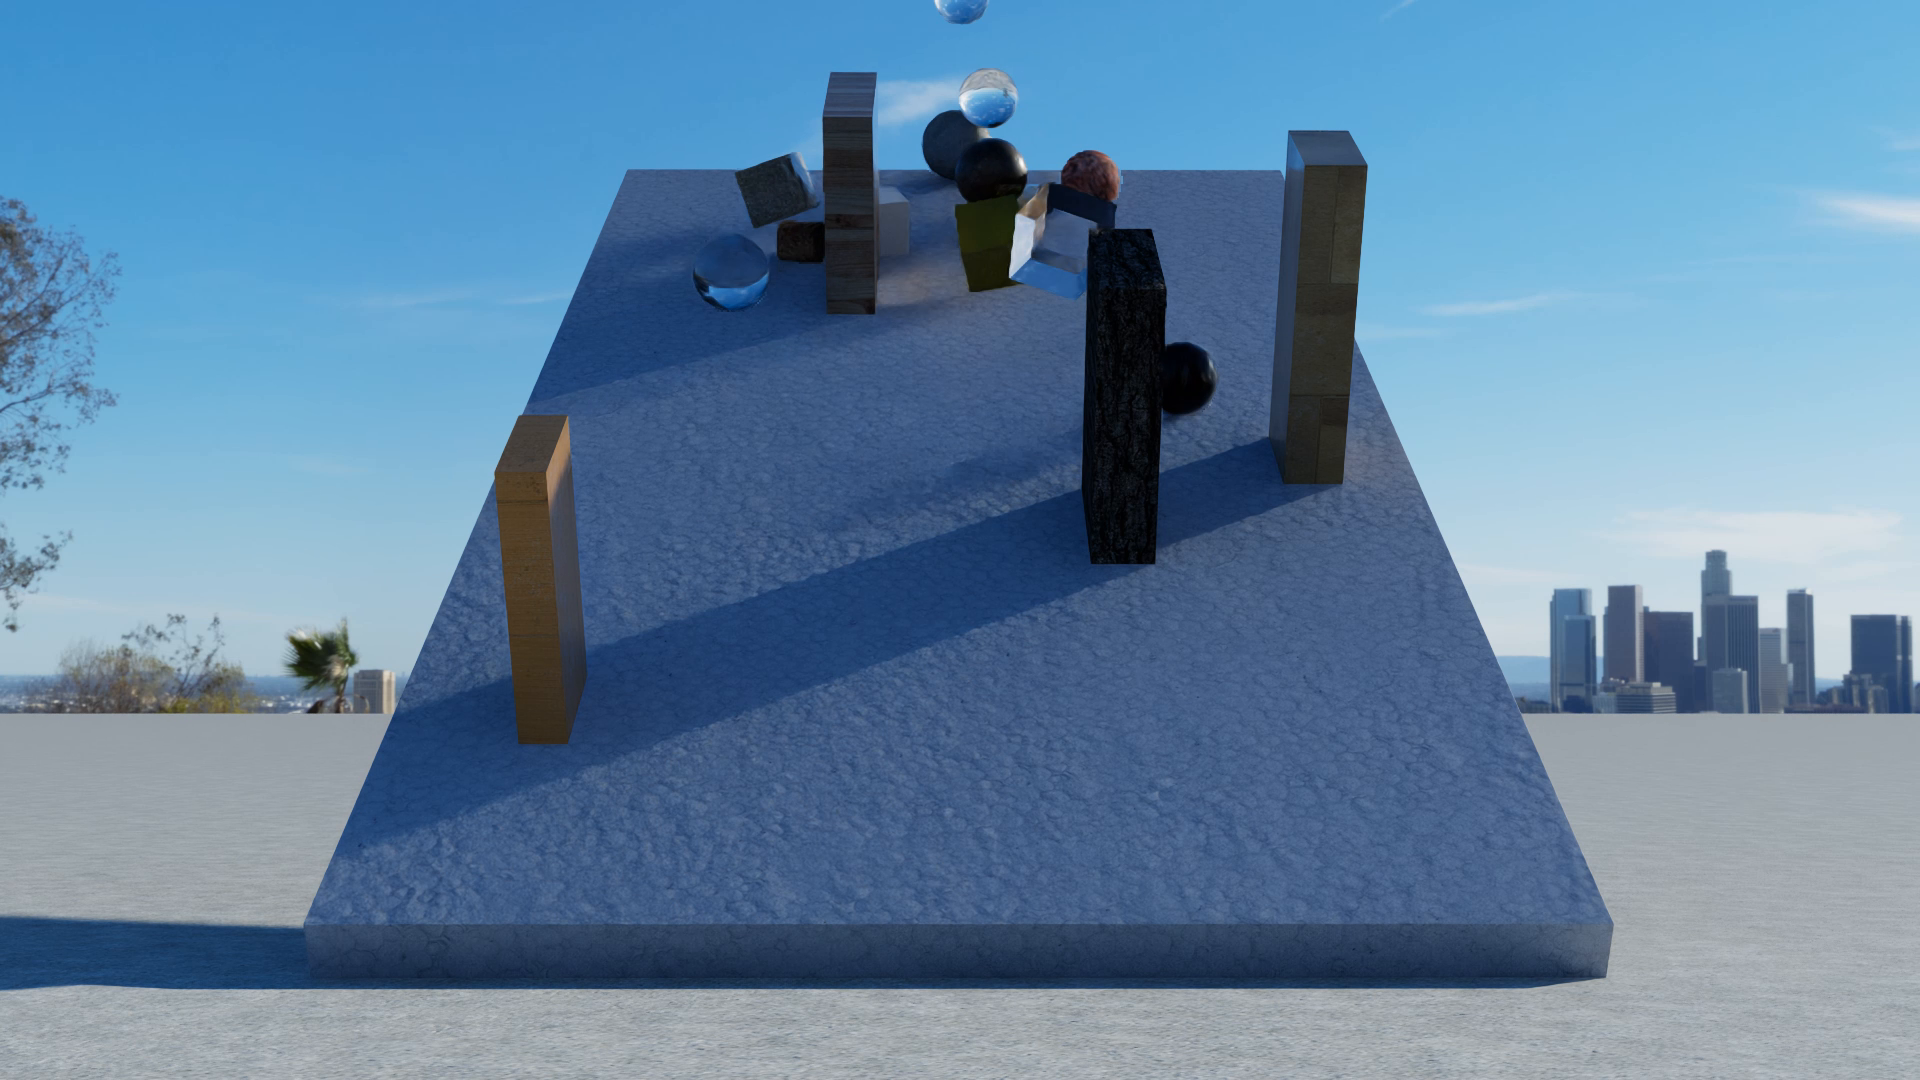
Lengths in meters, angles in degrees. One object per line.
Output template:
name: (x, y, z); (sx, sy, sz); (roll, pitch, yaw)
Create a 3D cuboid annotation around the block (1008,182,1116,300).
block: (0.239, -0.697, 5.485); (0.176, 0.176, 0.176); (16, -24, -20)

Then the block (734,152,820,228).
block: (-0.485, -0.930, 6.234); (0.154, 0.154, 0.154); (-17, 9, 12)

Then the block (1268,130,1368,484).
block: (0.763, -0.497, 5.035); (0.128, 0.709, 0.259); (0, 25, 0)

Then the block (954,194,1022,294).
block: (0.087, -0.775, 6.143); (0.165, 0.165, 0.165); (-10, -33, 4)

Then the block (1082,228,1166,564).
block: (0.327, -0.294, 4.755); (0.129, 0.581, 0.370); (0, 25, 0)

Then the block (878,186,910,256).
block: (-0.234, -0.877, 6.475); (0.151, 0.151, 0.151); (-7, 26, -15)

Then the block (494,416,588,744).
block: (-0.722, 0.068, 4.067); (0.085, 0.514, 0.245); (0, 25, 0)

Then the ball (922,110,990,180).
ball: (-0.010, -1.188, 7.063); (0.209, 0.209, 0.209); (0, -4, 0)

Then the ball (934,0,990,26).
ball: (0.005, -1.651, 7.133); (0.172, 0.172, 0.172); (0, -4, 0)

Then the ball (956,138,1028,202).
ball: (0.090, -1.048, 6.739); (0.209, 0.209, 0.209); (0, -4, 0)

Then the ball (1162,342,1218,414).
ball: (0.510, -0.372, 5.400); (0.168, 0.168, 0.168); (0, -4, 0)

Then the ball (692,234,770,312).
ball: (-0.587, -0.685, 6.019); (0.195, 0.195, 0.195); (0, -4, 0)

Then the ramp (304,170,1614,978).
ramp: (-0.009, -0.229, 5.410); (2.000, 0.100, 4.000); (0, 25, 0)

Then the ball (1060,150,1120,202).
ball: (0.377, -1.041, 6.798); (0.173, 0.173, 0.173); (0, -4, 0)

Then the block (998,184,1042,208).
block: (0.167, -0.942, 6.595); (0.112, 0.112, 0.112); (2, 11, 6)

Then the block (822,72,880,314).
block: (-0.280, -0.907, 6.114); (0.124, 0.517, 0.440); (0, 25, 0)

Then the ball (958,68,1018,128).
ball: (0.084, -1.306, 6.942); (0.178, 0.178, 0.178); (0, -4, 0)
